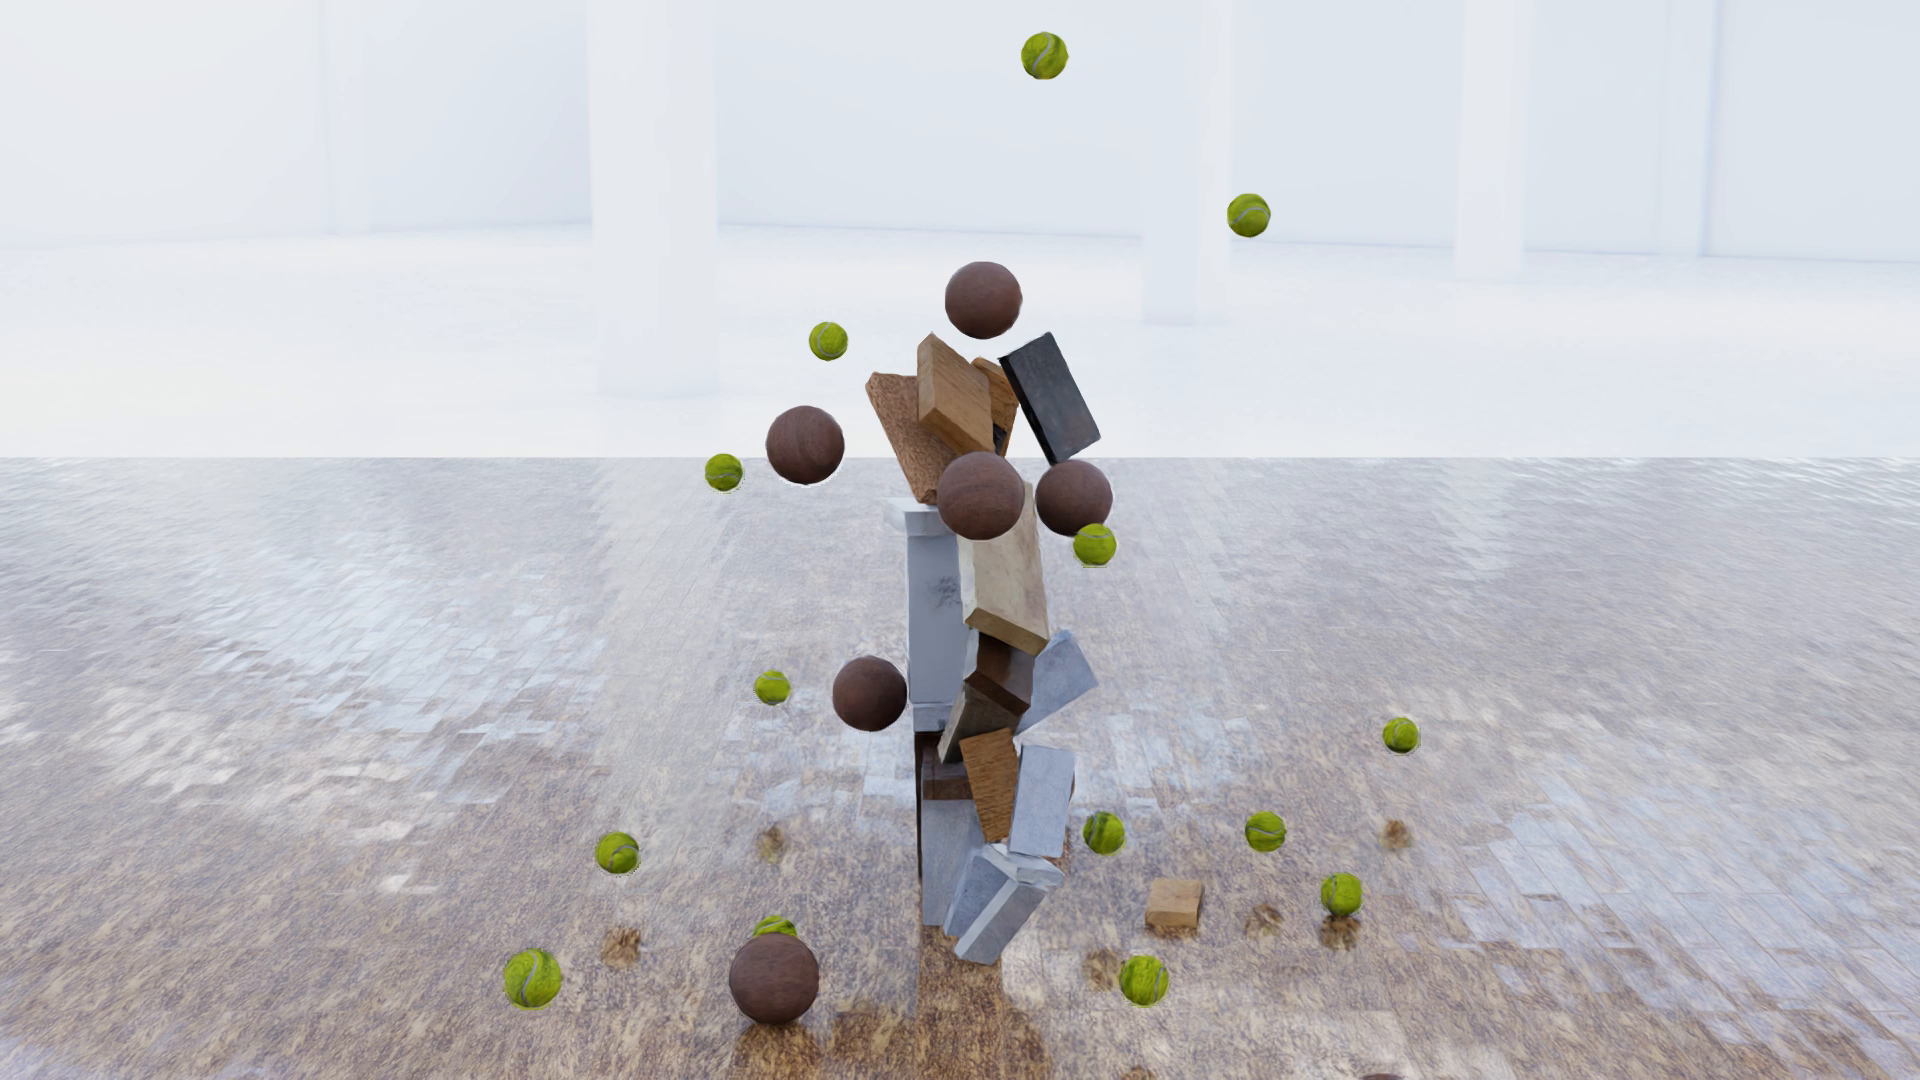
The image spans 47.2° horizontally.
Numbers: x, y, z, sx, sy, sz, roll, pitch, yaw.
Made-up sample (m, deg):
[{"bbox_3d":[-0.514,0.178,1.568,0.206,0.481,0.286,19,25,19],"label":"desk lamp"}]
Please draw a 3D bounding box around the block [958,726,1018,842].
[{"bbox_3d":[0.058,0.375,3.377,0.081,0.162,0.023,-15,-1,-1],"label":"block"}]

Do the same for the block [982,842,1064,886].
[{"bbox_3d":[0.094,0.489,3.322,0.075,0.021,0.150,10,3,-20],"label":"block"}]

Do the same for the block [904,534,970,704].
[{"bbox_3d":[-0.017,0.126,3.611,0.139,0.277,0.039,-2,9,-7],"label":"block"}]

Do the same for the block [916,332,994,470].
[{"bbox_3d":[-0.008,-0.228,3.578,0.130,0.037,0.259,38,24,-22],"label":"block"}]

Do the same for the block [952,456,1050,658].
[{"bbox_3d":[0.061,0.015,3.399,0.130,0.037,0.400,26,32,-20],"label":"block"}]

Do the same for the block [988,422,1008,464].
[{"bbox_3d":[0.010,-0.146,4.120,0.101,0.202,0.029,37,39,19],"label":"block"}]

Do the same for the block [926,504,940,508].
[{"bbox_3d":[-0.038,-0.076,3.656,0.050,0.014,0.100,-3,18,-11],"label":"block"}]

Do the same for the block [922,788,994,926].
[{"bbox_3d":[-0.002,0.505,3.495,0.114,0.229,0.032,1,19,3],"label":"block"}]

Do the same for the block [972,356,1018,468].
[{"bbox_3d":[0.050,-0.229,4.089,0.101,0.202,0.029,30,37,24],"label":"block"}]

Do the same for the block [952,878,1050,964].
[{"bbox_3d":[0.062,0.574,3.318,0.075,0.150,0.021,23,19,-47],"label":"block"}]

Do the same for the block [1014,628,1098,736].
[{"bbox_3d":[0.110,0.243,3.561,0.209,0.104,0.030,-32,25,-8],"label":"block"}]

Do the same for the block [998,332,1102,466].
[{"bbox_3d":[0.152,-0.238,3.701,0.101,0.202,0.029,-31,10,-29],"label":"block"}]

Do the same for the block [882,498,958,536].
[{"bbox_3d":[-0.042,-0.042,3.687,0.139,0.039,0.277,-2,6,-9],"label":"block"}]

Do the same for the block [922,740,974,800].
[{"bbox_3d":[-0.002,0.366,3.520,0.114,0.032,0.229,0,10,-1],"label":"block"}]

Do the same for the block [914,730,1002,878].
[{"bbox_3d":[-0.003,0.437,3.705,0.142,0.283,0.040,-2,26,-1],"label":"block"}]

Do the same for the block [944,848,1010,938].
[{"bbox_3d":[0.033,0.553,3.423,0.075,0.150,0.021,11,24,-18],"label":"block"}]

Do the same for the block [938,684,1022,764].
[{"bbox_3d":[0.037,0.279,3.390,0.104,0.030,0.209,-6,-31,-16],"label":"block"}]

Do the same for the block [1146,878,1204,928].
[{"bbox_3d":[0.352,0.592,3.598,0.081,0.023,0.162,2,11,10],"label":"block"}]

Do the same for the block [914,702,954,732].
[{"bbox_3d":[-0.007,0.274,3.722,0.142,0.040,0.284,-2,6,-1],"label":"block"}]

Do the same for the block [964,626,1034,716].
[{"bbox_3d":[0.062,0.163,3.307,0.104,0.030,0.209,35,32,-19],"label":"block"}]

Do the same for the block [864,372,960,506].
[{"bbox_3d":[-0.052,-0.165,3.605,0.130,0.037,0.259,3,47,-36],"label":"block"}]

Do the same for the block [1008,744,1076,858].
[{"bbox_3d":[0.124,0.398,3.352,0.081,0.162,0.023,9,-3,-8],"label":"block"}]

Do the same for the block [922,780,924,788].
[{"bbox_3d":[-0.004,0.478,3.642,0.114,0.229,0.032,1,20,3],"label":"block"}]
